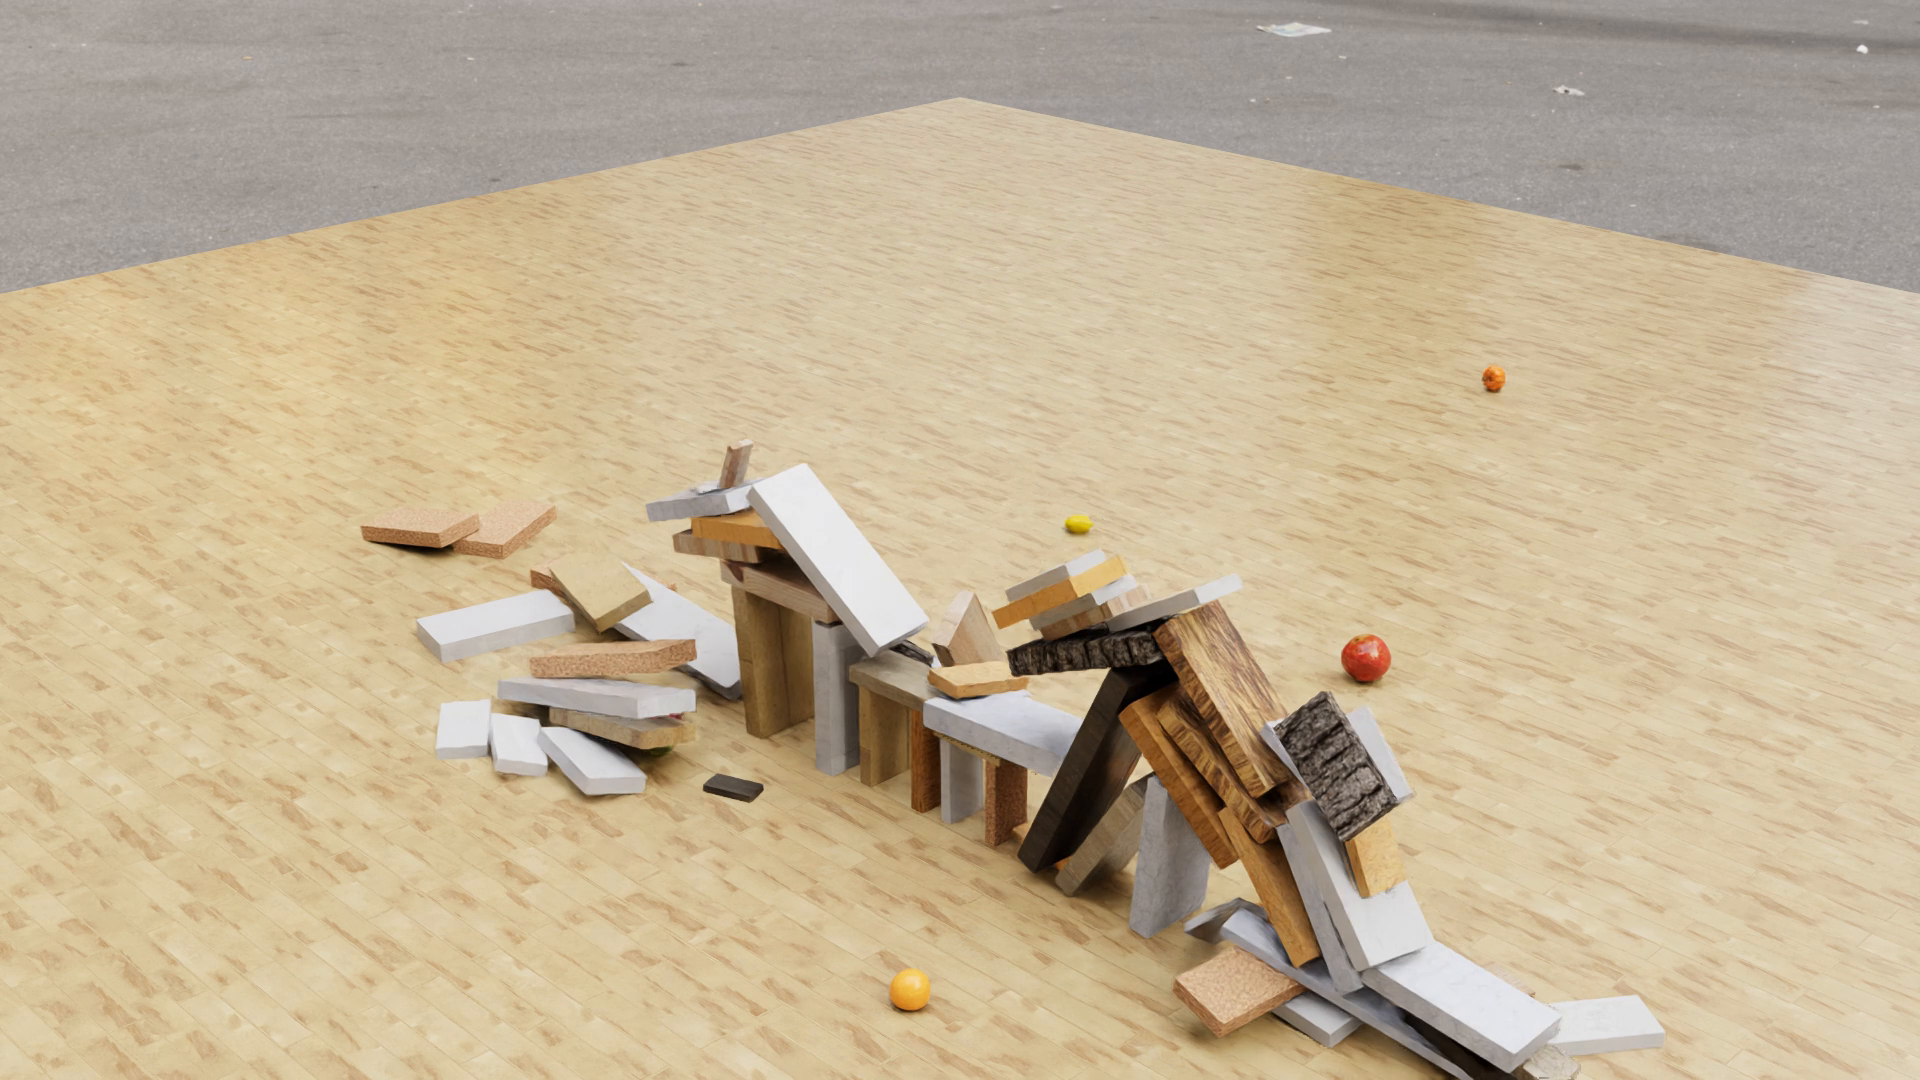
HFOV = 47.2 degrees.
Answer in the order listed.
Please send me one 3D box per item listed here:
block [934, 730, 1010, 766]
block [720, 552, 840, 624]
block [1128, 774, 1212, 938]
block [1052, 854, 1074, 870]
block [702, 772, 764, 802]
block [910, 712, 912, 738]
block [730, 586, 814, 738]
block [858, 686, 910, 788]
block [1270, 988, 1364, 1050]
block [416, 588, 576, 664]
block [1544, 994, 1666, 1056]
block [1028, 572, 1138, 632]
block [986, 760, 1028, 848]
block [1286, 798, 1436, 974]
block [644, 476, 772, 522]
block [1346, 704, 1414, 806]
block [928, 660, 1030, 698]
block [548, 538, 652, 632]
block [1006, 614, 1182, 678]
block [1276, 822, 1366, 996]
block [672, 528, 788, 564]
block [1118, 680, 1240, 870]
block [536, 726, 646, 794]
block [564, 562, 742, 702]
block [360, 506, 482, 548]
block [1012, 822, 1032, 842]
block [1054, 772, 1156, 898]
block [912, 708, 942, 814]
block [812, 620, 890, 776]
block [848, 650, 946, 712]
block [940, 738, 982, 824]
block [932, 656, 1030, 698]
[{"bbox_3d":[0.045,0.389,4.338,0.092,0.026,0.184,-21,31,-40],"label":"block"},{"bbox_3d":[-0.329,0.083,4.618,0.340,0.048,0.170,19,29,42],"label":"block"},{"bbox_3d":[0.397,0.556,4.027,0.164,0.328,0.046,-21,37,-40],"label":"block"},{"bbox_3d":[0.180,0.602,4.256,0.101,0.014,0.050,35,37,32],"label":"block"},{"bbox_3d":[-0.468,0.511,4.535,0.112,0.016,0.056,11,25,23],"label":"block"},{"bbox_3d":[-0.158,0.376,4.836,0.106,0.030,0.212,-13,26,-29],"label":"block"},{"bbox_3d":[-0.397,0.240,4.757,0.170,0.340,0.048,-21,25,-41],"label":"block"},{"bbox_3d":[-0.155,0.387,4.555,0.032,0.229,0.114,22,31,40],"label":"block"},{"bbox_3d":[0.590,0.783,3.829,0.120,0.034,0.240,-27,38,-34],"label":"block"},{"bbox_3d":[-1.103,0.202,5.225,0.330,0.047,0.165,-14,27,-29],"label":"block"},{"bbox_3d":[1.077,0.832,3.760,0.219,0.031,0.109,-3,23,-8],"label":"block"},{"bbox_3d":[0.222,0.113,4.003,0.102,0.029,0.203,-24,-1,-35],"label":"block"},{"bbox_3d":[0.092,0.504,4.336,0.092,0.185,0.026,-21,31,-41],"label":"block"},{"bbox_3d":[0.673,0.567,3.699,0.145,0.041,0.291,-12,69,-30],"label":"block"},{"bbox_3d":[-0.536,-0.089,4.778,0.150,0.043,0.301,-21,11,-41],"label":"block"},{"bbox_3d":[0.670,0.367,3.620,0.086,0.024,0.173,-33,57,15],"label":"block"},{"bbox_3d":[0.037,0.278,4.391,0.185,0.026,0.093,-4,22,-39],"label":"block"},{"bbox_3d":[-0.861,0.105,5.253,0.143,0.041,0.286,-31,39,-17],"label":"block"},{"bbox_3d":[0.271,0.191,4.019,0.178,0.050,0.356,-18,6,-41],"label":"block"},{"bbox_3d":[0.654,0.612,3.763,0.148,0.297,0.042,-10,-13,-43],"label":"block"},{"bbox_3d":[-0.474,-0.001,4.731,0.143,0.041,0.286,-21,19,-41],"label":"block"},{"bbox_3d":[0.437,0.411,3.919,0.164,0.046,0.328,-21,71,-40],"label":"block"},{"bbox_3d":[-0.771,0.458,4.592,0.131,0.037,0.261,2,18,-35],"label":"block"},{"bbox_3d":[-0.685,0.196,5.136,0.143,0.041,0.675,-39,42,-25],"label":"block"},{"bbox_3d":[-1.406,-0.035,5.730,0.290,0.041,0.145,5,24,33],"label":"block"},{"bbox_3d":[0.151,0.588,4.318,0.050,0.014,0.101,-15,29,-32],"label":"block"},{"bbox_3d":[0.312,0.536,4.110,0.164,0.328,0.046,-22,64,-40],"label":"block"},{"bbox_3d":[-0.046,0.429,4.456,0.032,0.229,0.114,22,31,39],"label":"block"},{"bbox_3d":[-0.225,0.308,4.599,0.170,0.340,0.048,-21,31,-41],"label":"block"},{"bbox_3d":[-0.104,0.287,4.457,0.229,0.032,0.114,20,30,39],"label":"block"},{"bbox_3d":[0.003,0.470,4.417,0.092,0.184,0.026,-21,30,-41],"label":"block"},{"bbox_3d":[0.013,0.327,4.922,0.136,0.039,0.273,-10,24,-41],"label":"block"}]
